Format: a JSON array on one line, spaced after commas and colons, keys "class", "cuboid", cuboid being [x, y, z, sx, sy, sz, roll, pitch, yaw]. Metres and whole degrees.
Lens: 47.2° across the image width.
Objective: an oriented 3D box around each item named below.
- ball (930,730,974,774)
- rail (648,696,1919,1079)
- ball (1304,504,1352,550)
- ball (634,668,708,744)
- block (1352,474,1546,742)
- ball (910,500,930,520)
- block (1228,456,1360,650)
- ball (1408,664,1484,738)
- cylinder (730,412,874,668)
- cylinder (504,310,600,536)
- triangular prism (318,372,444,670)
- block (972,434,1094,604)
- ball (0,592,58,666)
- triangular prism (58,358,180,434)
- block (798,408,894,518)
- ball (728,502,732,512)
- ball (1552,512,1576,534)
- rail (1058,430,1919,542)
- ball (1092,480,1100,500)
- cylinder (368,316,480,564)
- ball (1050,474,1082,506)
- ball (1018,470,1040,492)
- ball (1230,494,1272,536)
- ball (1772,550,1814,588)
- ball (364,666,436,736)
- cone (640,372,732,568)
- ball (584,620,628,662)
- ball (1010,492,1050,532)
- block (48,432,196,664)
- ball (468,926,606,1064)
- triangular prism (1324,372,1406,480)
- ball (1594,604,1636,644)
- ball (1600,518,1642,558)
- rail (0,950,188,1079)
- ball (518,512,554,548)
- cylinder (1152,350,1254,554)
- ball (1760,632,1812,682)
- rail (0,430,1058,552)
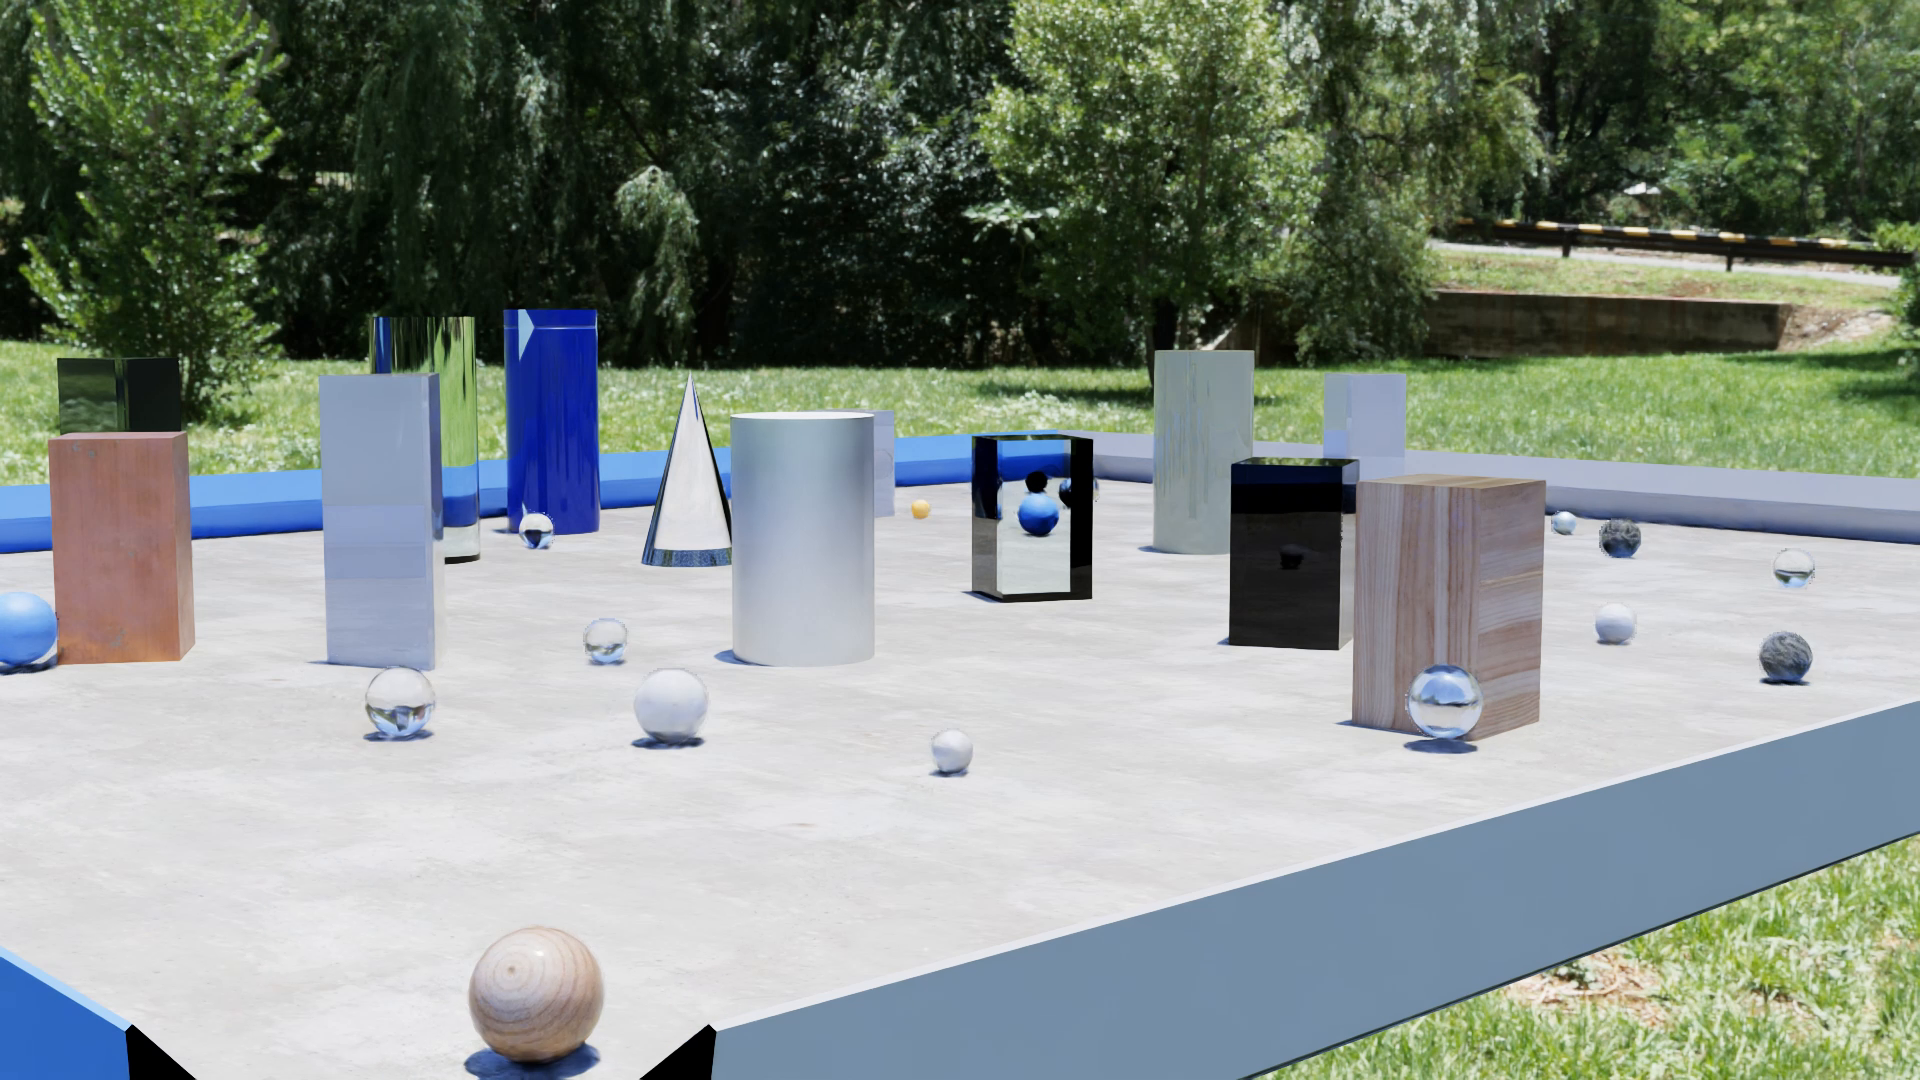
[{"class": "ball", "cuboid": [-0.007, 0.202, 2.096, 0.042, 0.042, 0.042, 0, 6, 0]}, {"class": "rail", "cuboid": [1.099, 0.157, 2.148, 3.731, 0.117, 0.045, -6, 8, -42]}, {"class": "ball", "cuboid": [0.670, -0.024, 4.004, 0.084, 0.084, 0.084, 0, 6, 0]}, {"class": "ball", "cuboid": [-0.294, 0.169, 2.242, 0.076, 0.076, 0.076, 0, 6, 0]}, {"class": "block", "cuboid": [0.519, 0.066, 2.337, 0.145, 0.260, 0.145, 5, 8, 40]}, {"class": "ball", "cuboid": [-0.082, -0.064, 4.582, 0.041, 0.041, 0.041, 0, 6, 0]}, {"class": "block", "cuboid": [0.445, 0.015, 2.919, 0.145, 0.238, 0.145, 2, 6, 19]}, {"class": "ball", "cuboid": [0.489, 0.163, 2.217, 0.075, 0.075, 0.075, 0, 6, 0]}, {"class": "cylinder", "cuboid": [-0.199, -0.005, 2.785, 0.181, 0.306, 0.181, 0, 6, 0]}, {"class": "cylinder", "cuboid": [-0.802, -0.235, 4.329, 0.181, 0.435, 0.181, 0, 6, 0]}, {"class": "triangular prism", "cuboid": [-0.692, -0.028, 2.759, 0.156, 0.358, 0.136, 2, 7, 21]}, {"class": "block", "cuboid": [0.109, -0.036, 3.369, 0.145, 0.243, 0.145, -2, 6, -18]}, {"class": "ball", "cuboid": [-1.154, 0.108, 2.694, 0.090, 0.090, 0.090, 0, 6, 0]}, {"class": "triangular prism", "cuboid": [-1.154, -0.070, 3.089, 0.156, 0.371, 0.136, 5, 8, 39]}, {"class": "block", "cuboid": [-0.240, -0.161, 4.634, 0.145, 0.223, 0.145, 5, 8, 39]}, {"class": "ball", "cuboid": [-0.474, -0.056, 4.508, 0.042, 0.042, 0.042, 0, 6, 0]}, {"class": "ball", "cuboid": [1.173, -0.032, 4.269, 0.045, 0.045, 0.045, 0, 6, 0]}, {"class": "rail", "cuboid": [1.354, -0.102, 4.575, 0.045, 0.117, 3.289, -6, 8, -42]}, {"class": "ball", "cuboid": [0.283, -0.115, 4.956, 0.063, 0.063, 0.063, 0, 6, 0]}, {"class": "cylinder", "cuboid": [-0.933, -0.176, 3.834, 0.181, 0.424, 0.181, 0, 6, 0]}, {"class": "ball", "cuboid": [0.235, -0.111, 4.886, 0.070, 0.070, 0.070, 0, 6, 0]}, {"class": "ball", "cuboid": [0.167, -0.143, 5.272, 0.052, 0.052, 0.052, 0, 6, 0]}, {"class": "ball", "cuboid": [0.565, -0.049, 4.266, 0.078, 0.078, 0.078, 0, 6, 0]}, {"class": "ball", "cuboid": [1.315, 0.045, 3.469, 0.061, 0.061, 0.061, 0, 6, 0]}, {"class": "ball", "cuboid": [-0.580, 0.167, 2.277, 0.072, 0.072, 0.072, 0, 6, 0]}, {"class": "cone", "cuboid": [-0.466, -0.129, 3.813, 0.181, 0.334, 0.181, 0, 6, 0]}, {"class": "ball", "cuboid": [-0.441, 0.126, 2.744, 0.054, 0.054, 0.054, 0, 6, 0]}, {"class": "ball", "cuboid": [0.137, -0.055, 4.314, 0.080, 0.080, 0.080, 0, 6, 0]}, {"class": "block", "cuboid": [-1.064, 0.007, 2.799, 0.145, 0.280, 0.145, -1, 6, -12]}, {"class": "ball", "cuboid": [-0.249, 0.268, 1.296, 0.080, 0.080, 0.080, 0, 6, 0]}, {"class": "triangular prism", "cuboid": [0.756, -0.166, 4.261, 0.156, 0.312, 0.136, -5, 8, -37]}, {"class": "ball", "cuboid": [0.865, 0.110, 2.902, 0.053, 0.053, 0.053, 0, 6, 0]}, {"class": "ball", "cuboid": [1.167, -0.003, 3.880, 0.070, 0.070, 0.070, 0, 6, 0]}, {"class": "rail", "cuboid": [-1.354, 0.163, 2.090, 0.045, 0.117, 3.289, -6, 8, -42]}, {"class": "ball", "cuboid": [-0.779, -0.018, 4.044, 0.064, 0.064, 0.064, 0, 6, 0]}, {"class": "cylinder", "cuboid": [0.443, -0.163, 4.001, 0.181, 0.361, 0.181, 0, 6, 0]}, {"class": "ball", "cuboid": [0.978, 0.139, 2.603, 0.059, 0.059, 0.059, 0, 6, 0]}, {"class": "rail", "cuboid": [-1.099, -0.096, 4.517, 3.731, 0.117, 0.045, -6, 8, -42]}]
